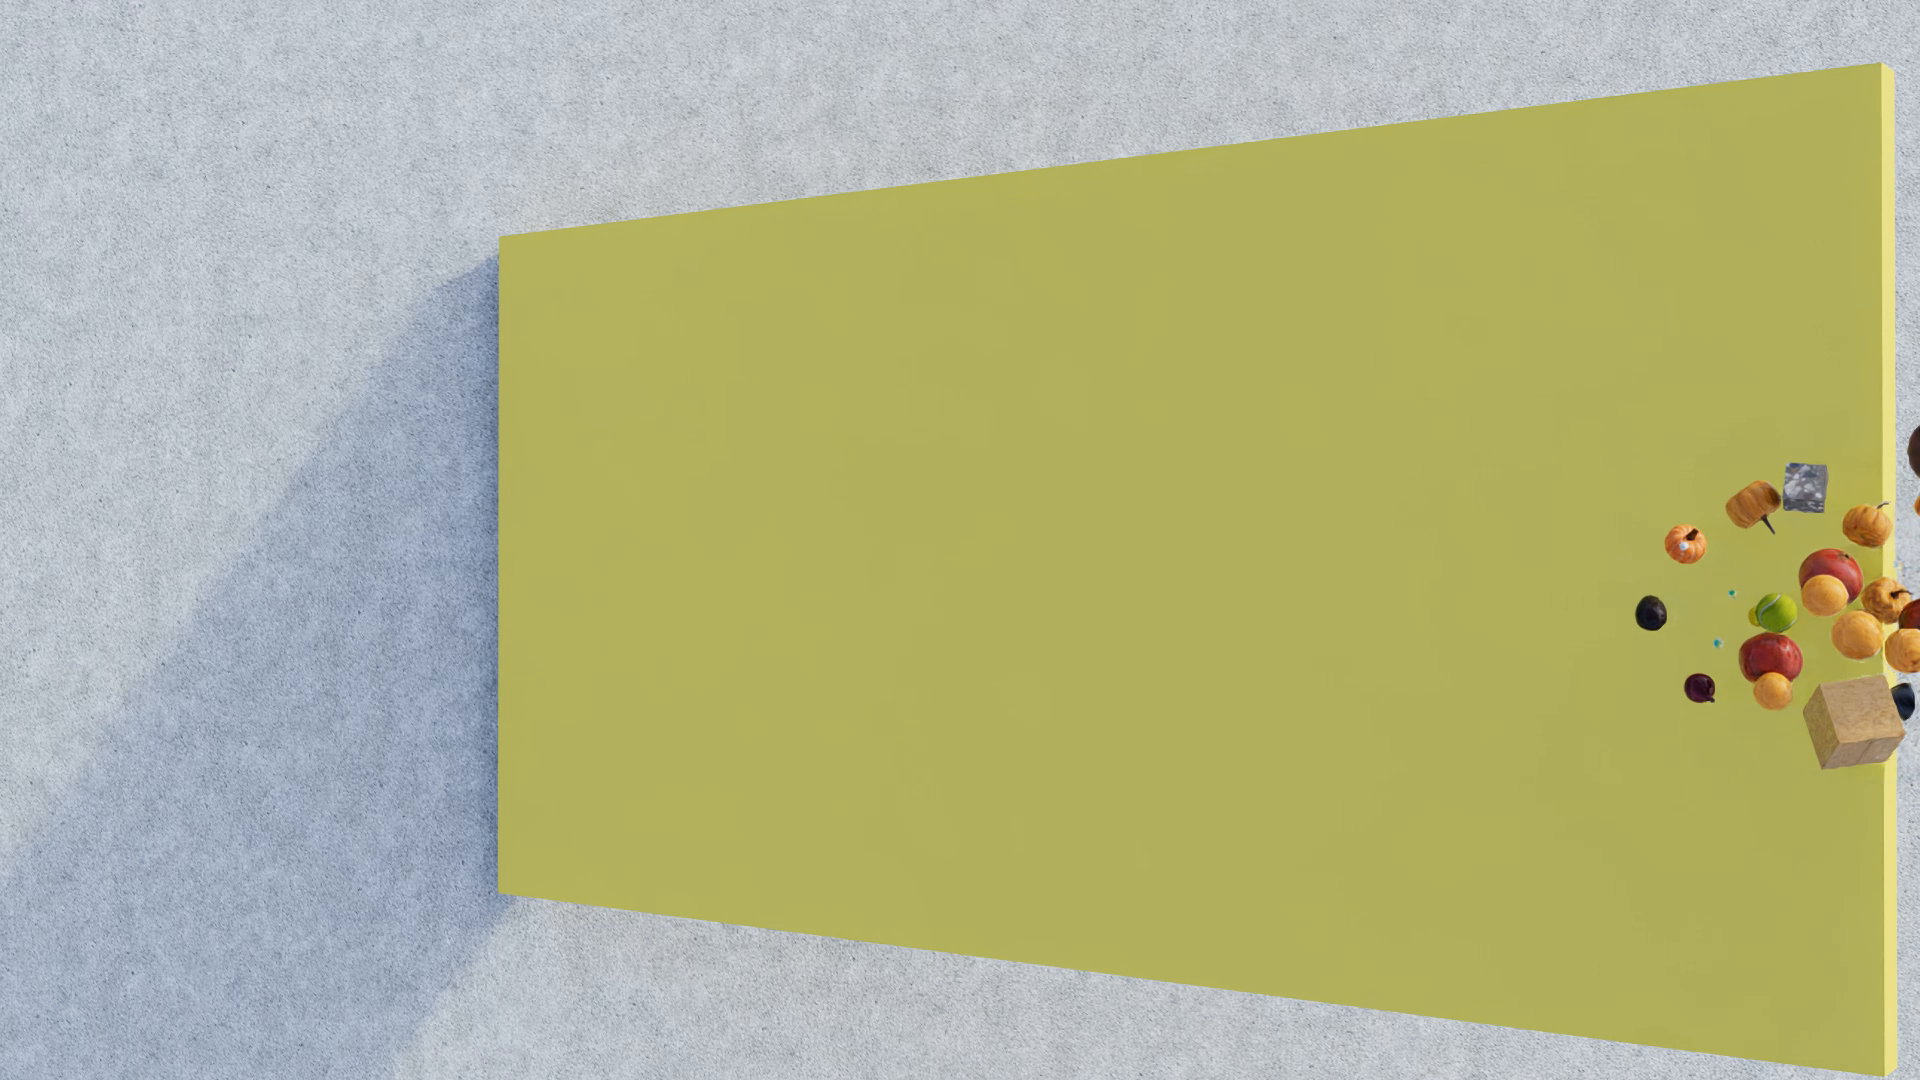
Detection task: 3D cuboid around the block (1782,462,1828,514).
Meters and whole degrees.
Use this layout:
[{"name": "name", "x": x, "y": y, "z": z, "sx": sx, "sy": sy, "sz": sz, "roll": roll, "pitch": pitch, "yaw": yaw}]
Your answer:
[{"name": "block", "x": 1.411, "y": -0.087, "z": 3.669, "sx": 0.063, "sy": 0.063, "sz": 0.063, "roll": 6, "pitch": 74, "yaw": 25}]

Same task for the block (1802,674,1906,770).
[{"name": "block", "x": 1.299, "y": 0.266, "z": 3.198, "sx": 0.095, "sy": 0.095, "sz": 0.095, "roll": -8, "pitch": 60, "yaw": 1}]

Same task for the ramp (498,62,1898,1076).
[{"name": "ramp", "x": 0.236, "y": 0.066, "z": 5.557, "sx": 4.000, "sy": 0.100, "sz": 2.000, "roll": 0, "pitch": 89, "yaw": 36}]
